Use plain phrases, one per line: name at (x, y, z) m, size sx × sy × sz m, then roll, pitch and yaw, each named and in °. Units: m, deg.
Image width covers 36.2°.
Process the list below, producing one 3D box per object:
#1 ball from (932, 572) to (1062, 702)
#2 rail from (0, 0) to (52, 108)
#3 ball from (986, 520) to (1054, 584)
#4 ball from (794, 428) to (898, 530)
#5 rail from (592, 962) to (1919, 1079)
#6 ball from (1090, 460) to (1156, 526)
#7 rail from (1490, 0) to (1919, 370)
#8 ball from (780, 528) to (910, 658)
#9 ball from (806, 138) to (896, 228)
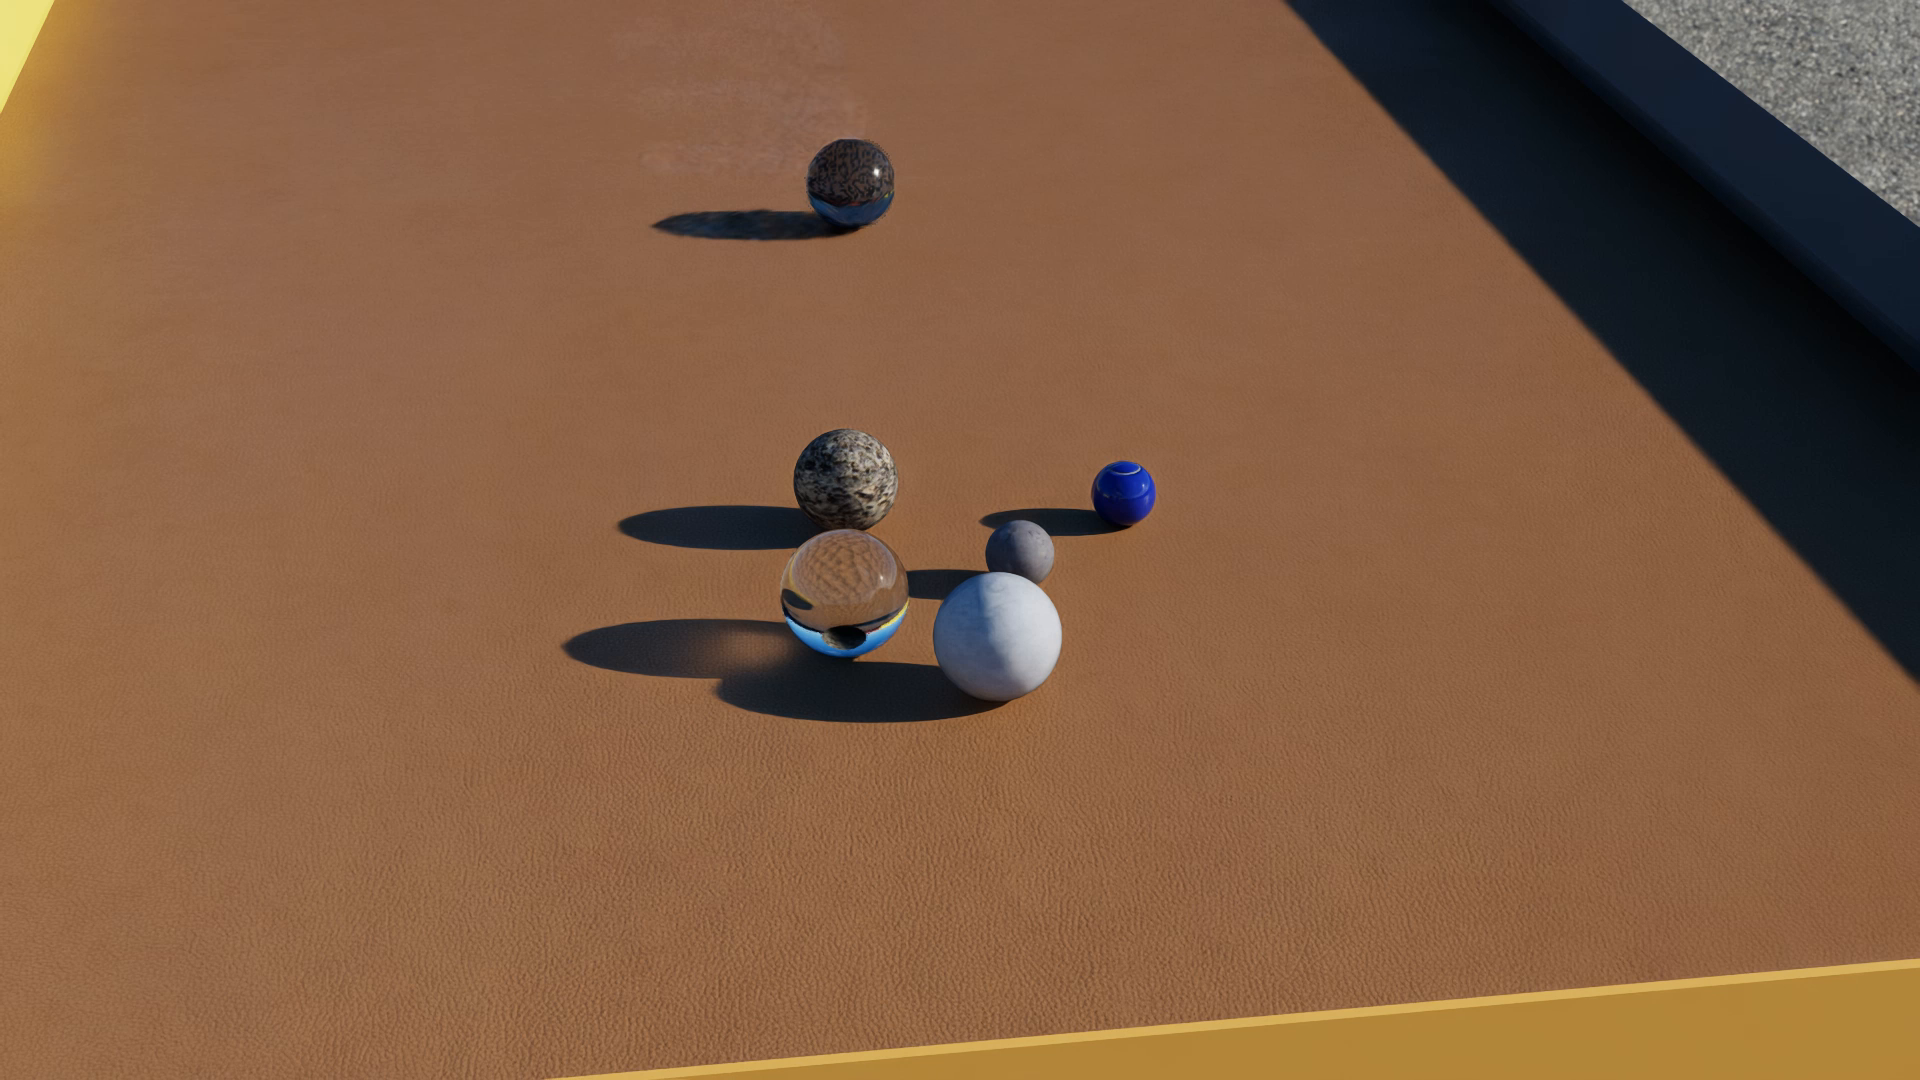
ball at (0.023, 0.060, 1.825) m, size 0.081 × 0.081 × 0.081 m, roll 0°, pitch 26°, yaw 0°
rail at (-0.871, -0.259, 2.454) m, size 0.045 × 0.108 × 2.698 m, roll -4°, pitch 26°, yaw -8°
ball at (0.040, 0.010, 1.968) m, size 0.047 × 0.047 × 0.047 m, roll 0°, pitch 26°, yaw 0°
ball at (-0.079, -0.041, 2.042) m, size 0.073 × 0.073 × 0.073 m, roll 0°, pitch 26°, yaw 0°
rail at (0.096, 0.260, 1.377) m, size 1.607 × 0.108 × 0.045 m, roll -4°, pitch 26°, yaw -8°
ball at (0.114, -0.033, 2.057) m, size 0.046 × 0.046 × 0.046 m, roll 0°, pitch 26°, yaw 0°
rail at (0.671, -0.359, 2.662) m, size 0.045 × 0.108 × 2.698 m, roll -4°, pitch 26°, yaw -8°
ball at (-0.074, 0.034, 1.876) m, size 0.083 × 0.083 × 0.083 m, roll 0°, pitch 26°, yaw 0°
ball at (-0.097, -0.316, 2.606) m, size 0.080 × 0.080 × 0.080 m, roll 0°, pitch 26°, yaw 0°
